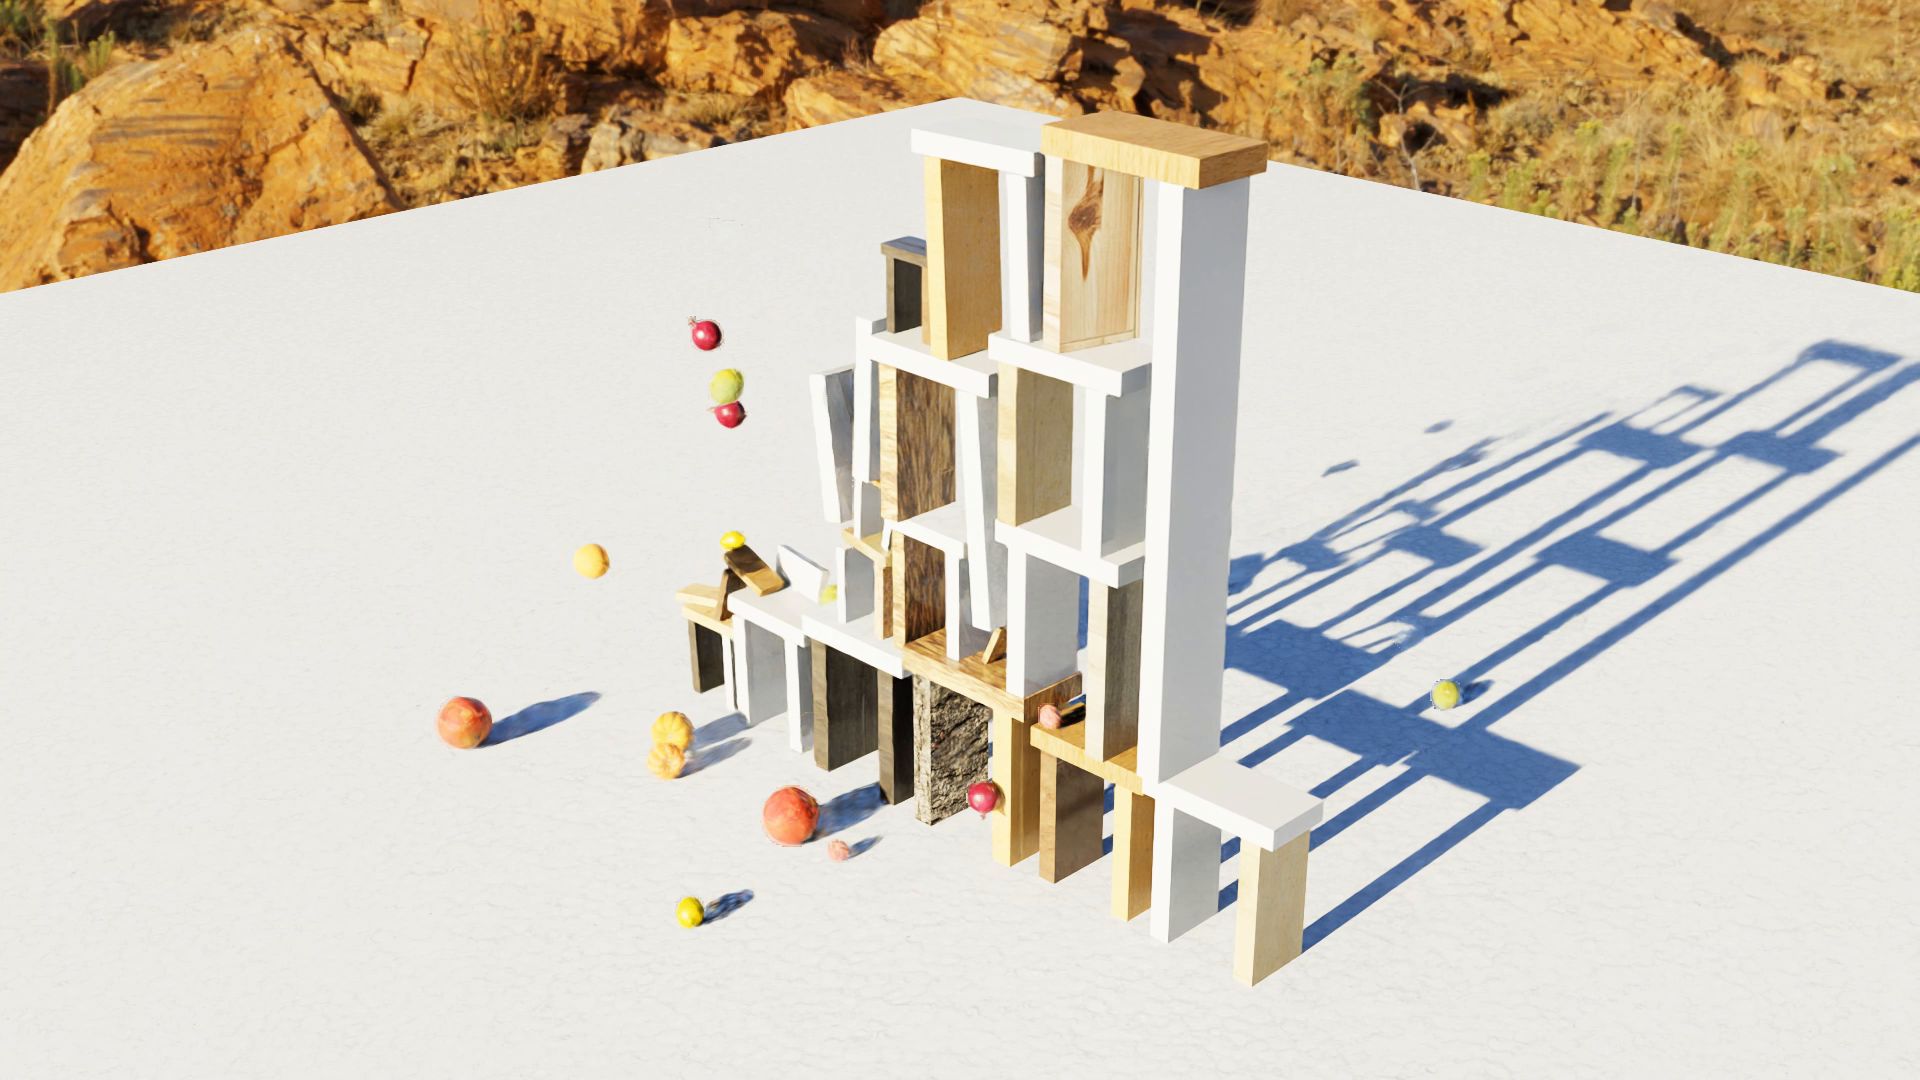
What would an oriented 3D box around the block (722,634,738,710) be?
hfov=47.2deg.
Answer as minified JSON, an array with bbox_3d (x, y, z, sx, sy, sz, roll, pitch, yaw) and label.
[{"bbox_3d":[-0.479,0.281,4.870,0.089,0.177,0.025,-21,30,-41],"label":"block"}]

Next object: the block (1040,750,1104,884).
[{"bbox_3d":[0.215,0.507,4.212,0.039,0.277,0.139,21,31,41],"label":"block"}]

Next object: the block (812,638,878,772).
[{"bbox_3d":[-0.238,0.323,4.616,0.149,0.299,0.042,-21,31,-41],"label":"block"}]

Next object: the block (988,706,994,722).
[{"bbox_3d":[0.000,0.370,4.860,0.155,0.022,0.077,14,27,30],"label":"block"}]

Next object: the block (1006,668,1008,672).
[{"bbox_3d":[0.123,0.214,4.180,0.047,0.095,0.013,-21,59,-41],"label":"block"}]

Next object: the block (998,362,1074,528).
[{"bbox_3d":[0.138,-0.190,3.982,0.043,0.305,0.153,21,31,40],"label":"block"}]

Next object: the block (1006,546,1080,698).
[{"bbox_3d":[0.156,0.132,4.106,0.042,0.300,0.150,21,31,40],"label":"block"}]

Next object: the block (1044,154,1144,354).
[{"bbox_3d":[0.230,-0.504,3.782,0.171,0.343,0.049,-13,26,-29],"label":"block"}]

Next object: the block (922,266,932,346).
[{"bbox_3d":[-0.036,-0.441,4.079,0.074,0.148,0.021,-22,33,-40],"label":"block"}]

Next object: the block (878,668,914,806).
[{"bbox_3d":[-0.097,0.379,4.486,0.149,0.299,0.042,-21,31,-41],"label":"block"}]

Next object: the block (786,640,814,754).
[{"bbox_3d":[-0.307,0.315,4.690,0.036,0.257,0.128,20,30,41],"label":"block"}]

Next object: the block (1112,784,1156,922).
[{"bbox_3d":[0.346,0.558,4.092,0.039,0.277,0.139,21,31,41],"label":"block"}]

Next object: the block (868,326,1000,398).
[{"bbox_3d":[-0.005,-0.340,4.091,0.157,0.044,0.314,-21,31,-40],"label":"block"}]

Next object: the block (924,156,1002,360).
[{"bbox_3d":[0.008,-0.522,3.990,0.146,0.369,0.041,-21,28,-40],"label":"block"}]

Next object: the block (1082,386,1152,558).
[{"bbox_3d":[0.285,-0.134,3.850,0.153,0.305,0.043,-21,31,-40],"label":"block"}]

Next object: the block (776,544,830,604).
[{"bbox_3d":[-0.342,0.073,4.751,0.020,0.071,0.190,-1,18,-34],"label":"block"}]

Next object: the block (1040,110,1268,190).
[{"bbox_3d":[0.316,-0.644,3.609,0.171,0.049,0.343,-21,31,-40],"label":"block"}]

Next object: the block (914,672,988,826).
[{"bbox_3d":[-0.017,0.394,4.411,0.047,0.328,0.164,21,31,41],"label":"block"}]

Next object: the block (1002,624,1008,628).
[{"bbox_3d":[0.110,0.157,4.173,0.095,0.013,0.047,16,27,43],"label":"block"}]

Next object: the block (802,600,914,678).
[{"bbox_3d":[-0.167,0.194,4.485,0.149,0.042,0.299,-21,31,-40],"label":"block"}]

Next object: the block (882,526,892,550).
[{"bbox_3d":[-0.118,-0.045,4.343,0.064,0.129,0.018,-20,42,-39],"label":"block"}]

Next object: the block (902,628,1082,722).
[{"bbox_3d":[0.061,0.251,4.267,0.164,0.047,0.328,-21,31,-41],"label":"block"}]

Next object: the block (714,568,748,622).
[{"bbox_3d":[-0.496,0.113,4.806,0.066,0.131,0.019,-22,48,-41],"label":"block"}]

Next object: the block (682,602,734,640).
[{"bbox_3d":[-0.525,0.170,4.873,0.177,0.025,0.089,21,31,39],"label":"block"}]

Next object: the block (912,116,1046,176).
[{"bbox_3d":[0.069,-0.693,3.861,0.292,0.041,0.146,20,30,40],"label":"block"}]

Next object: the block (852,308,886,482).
[{"bbox_3d":[-0.137,-0.287,4.279,0.042,0.328,0.149,22,30,38],"label":"block"}]

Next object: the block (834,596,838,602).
[{"bbox_3d":[-0.175,0.127,4.681,0.149,0.298,0.042,36,52,0],"label":"block"}]

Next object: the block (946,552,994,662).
[{"bbox_3d":[0.025,0.112,4.251,0.112,0.223,0.032,-21,31,-41],"label":"block"}]

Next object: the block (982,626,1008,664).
[{"bbox_3d":[0.076,0.195,4.223,0.047,0.095,0.013,-22,56,-41],"label":"block"}]

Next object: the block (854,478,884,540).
[{"bbox_3d":[-0.181,-0.070,4.402,0.064,0.129,0.018,-19,34,-38],"label":"block"}]

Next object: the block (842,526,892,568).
[{"bbox_3d":[-0.158,0.008,4.414,0.083,0.023,0.166,-14,27,-30],"label":"block"}]

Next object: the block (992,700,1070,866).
[{"bbox_3d":[0.138,0.454,4.269,0.047,0.329,0.164,21,31,41],"label":"block"}]

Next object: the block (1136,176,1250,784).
[{"bbox_3d":[0.395,-0.092,3.750,0.171,1.077,0.049,-21,31,-40],"label":"block"}]

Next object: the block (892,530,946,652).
[{"bbox_3d":[-0.081,0.086,4.355,0.112,0.257,0.032,-21,31,-40],"label":"block"}]

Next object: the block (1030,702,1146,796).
[{"bbox_3d":[0.280,0.386,4.090,0.277,0.039,0.139,21,31,41],"label":"block"}]

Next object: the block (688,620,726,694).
[{"bbox_3d":[-0.564,0.248,4.948,0.025,0.177,0.089,18,29,42],"label":"block"}]

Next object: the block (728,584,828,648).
[{"bbox_3d":[-0.366,0.153,4.694,0.128,0.036,0.257,-20,30,-39],"label":"block"}]

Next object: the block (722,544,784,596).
[{"bbox_3d":[-0.448,0.066,4.762,0.066,0.019,0.131,-22,55,-41],"label":"block"}]

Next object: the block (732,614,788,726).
[{"bbox_3d":[-0.428,0.267,4.801,0.036,0.257,0.128,20,30,41],"label":"block"}]

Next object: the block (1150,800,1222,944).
[{"bbox_3d":[0.416,0.579,4.024,0.041,0.291,0.145,21,31,41],"label":"block"}]

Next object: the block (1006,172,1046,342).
[{"bbox_3d":[0.150,-0.505,3.846,0.041,0.292,0.146,16,27,40],"label":"block"}]

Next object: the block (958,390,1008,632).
[{"bbox_3d":[0.082,-0.071,4.110,0.157,0.461,0.044,-21,26,-40],"label":"block"}]

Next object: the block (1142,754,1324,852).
[{"bbox_3d":[0.481,0.454,3.893,0.291,0.041,0.145,21,31,40],"label":"block"}]

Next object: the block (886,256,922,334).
[{"bbox_3d":[-0.104,-0.469,4.144,0.074,0.148,0.021,-22,32,-40],"label":"block"}]

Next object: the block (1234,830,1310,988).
[{"bbox_3d":[0.553,0.633,3.898,0.041,0.291,0.145,21,31,41],"label":"block"}]

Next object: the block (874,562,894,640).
[{"bbox_3d":[-0.133,0.111,4.414,0.083,0.166,0.023,-21,31,-40],"label":"block"}]

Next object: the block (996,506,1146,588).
[{"bbox_3d":[0.223,0.002,3.973,0.150,0.042,0.300,-21,31,-40],"label":"block"}]

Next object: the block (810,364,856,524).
[{"bbox_3d":[-0.218,-0.197,4.407,0.042,0.298,0.149,7,18,41],"label":"block"}]

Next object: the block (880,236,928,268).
[{"bbox_3d":[-0.070,-0.533,4.078,0.074,0.021,0.148,-21,32,-40],"label":"block"}]

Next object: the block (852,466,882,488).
[{"bbox_3d":[-0.147,-0.126,4.343,0.064,0.018,0.129,-19,29,-37],"label":"block"}]

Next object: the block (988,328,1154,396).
[{"bbox_3d":[0.213,-0.324,3.850,0.305,0.043,0.153,21,30,40],"label":"block"}]

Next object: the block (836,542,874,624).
[{"bbox_3d":[-0.211,0.081,4.485,0.083,0.166,0.023,-21,31,-39],"label":"block"}]

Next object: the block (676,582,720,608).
[{"bbox_3d":[-0.565,0.124,4.918,0.131,0.019,0.066,9,23,33],"label":"block"}]

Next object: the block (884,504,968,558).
[{"bbox_3d":[-0.030,-0.026,4.249,0.112,0.032,0.223,-20,30,-39],"label":"block"}]

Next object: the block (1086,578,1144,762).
[{"bbox_3d":[0.297,0.214,3.988,0.042,0.358,0.150,21,31,41],"label":"block"}]

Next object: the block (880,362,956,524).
[{"bbox_3d":[-0.080,-0.205,4.228,0.157,0.314,0.044,-21,31,-40],"label":"block"}]
